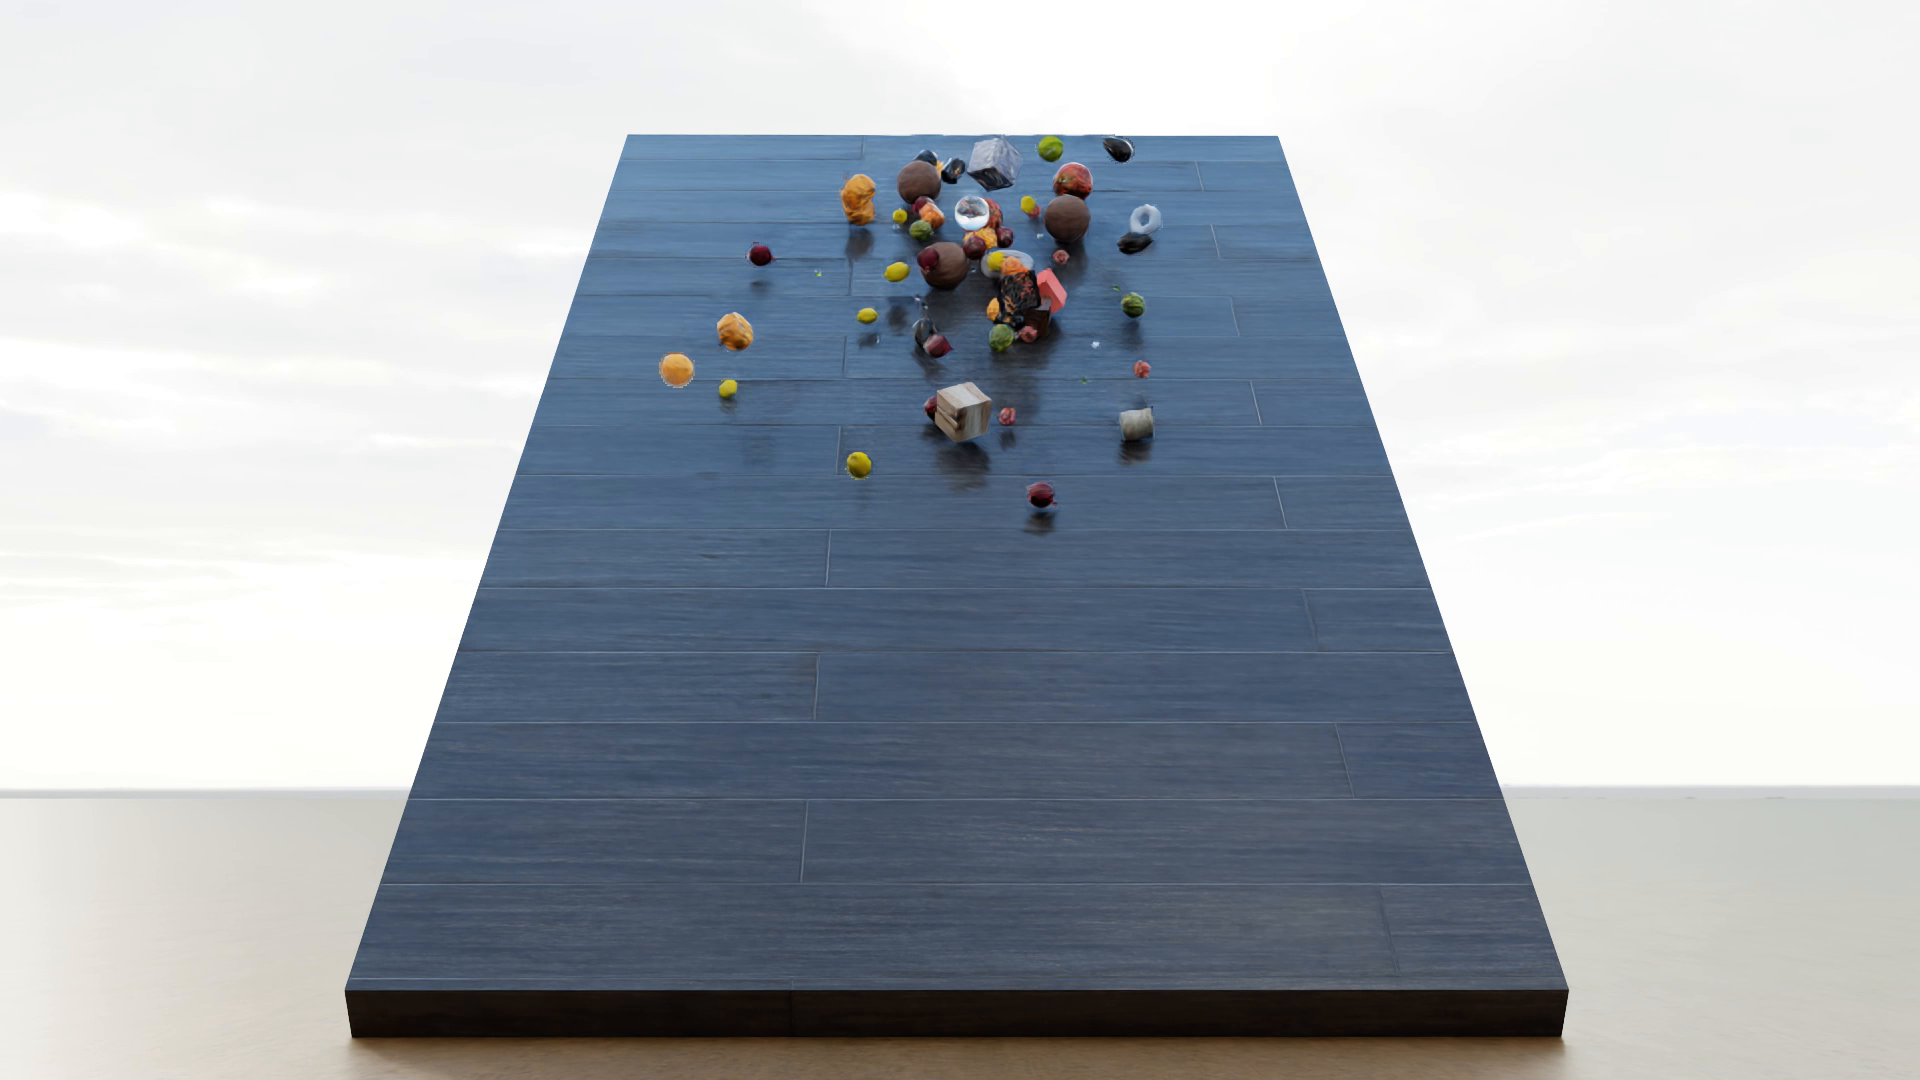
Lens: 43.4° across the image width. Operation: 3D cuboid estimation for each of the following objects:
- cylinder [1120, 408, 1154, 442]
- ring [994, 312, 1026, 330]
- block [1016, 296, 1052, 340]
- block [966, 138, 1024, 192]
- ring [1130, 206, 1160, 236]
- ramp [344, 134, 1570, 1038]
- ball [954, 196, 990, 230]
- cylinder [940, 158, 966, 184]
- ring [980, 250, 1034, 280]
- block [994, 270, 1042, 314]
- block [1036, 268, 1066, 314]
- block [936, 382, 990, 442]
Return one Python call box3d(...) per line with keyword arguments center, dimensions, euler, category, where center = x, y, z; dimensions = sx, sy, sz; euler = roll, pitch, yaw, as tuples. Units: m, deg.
box3d(center=(0.412, -0.268, 5.617), dimensions=(0.069, 0.069, 0.069), euler=(-8, -6, -3), category="cylinder")
box3d(center=(0.125, -0.550, 6.077), dimensions=(0.080, 0.027, 0.080), euler=(-1, -18, 0), category="ring")
box3d(center=(0.188, -0.568, 6.137), dimensions=(0.080, 0.080, 0.080), euler=(6, 31, 4), category="block")
box3d(center=(0.097, -1.042, 6.689), dimensions=(0.098, 0.098, 0.098), euler=(-4, -29, 41), category="block")
box3d(center=(0.515, -0.887, 6.706), dimensions=(0.094, 0.094, 0.031), euler=(-3, -18, 26), category="ring")
box3d(center=(-0.013, -0.212, 5.698), dimensions=(2.000, 0.100, 4.000), euler=(0, 30, 0), category="ramp")
box3d(center=(0.029, -0.794, 5.856), dimensions=(0.086, 0.086, 0.086), euler=(0, -6, 0), category="ball")
box3d(center=(-0.020, -1.042, 6.808), dimensions=(0.055, 0.055, 0.055), euler=(19, -38, 16), category="cylinder")
box3d(center=(0.127, -0.737, 6.471), dimensions=(0.146, 0.049, 0.146), euler=(0, 29, 0), category="ring")
box3d(center=(0.144, -0.618, 6.016), dimensions=(0.090, 0.090, 0.090), euler=(-13, 8, -9), category="block")
box3d(center=(0.214, -0.632, 6.217), dimensions=(0.085, 0.085, 0.085), euler=(-27, 22, 22), category="block")
box3d(center=(0.007, -0.297, 5.593), dimensions=(0.091, 0.091, 0.091), euler=(-17, 39, -26), category="block")
